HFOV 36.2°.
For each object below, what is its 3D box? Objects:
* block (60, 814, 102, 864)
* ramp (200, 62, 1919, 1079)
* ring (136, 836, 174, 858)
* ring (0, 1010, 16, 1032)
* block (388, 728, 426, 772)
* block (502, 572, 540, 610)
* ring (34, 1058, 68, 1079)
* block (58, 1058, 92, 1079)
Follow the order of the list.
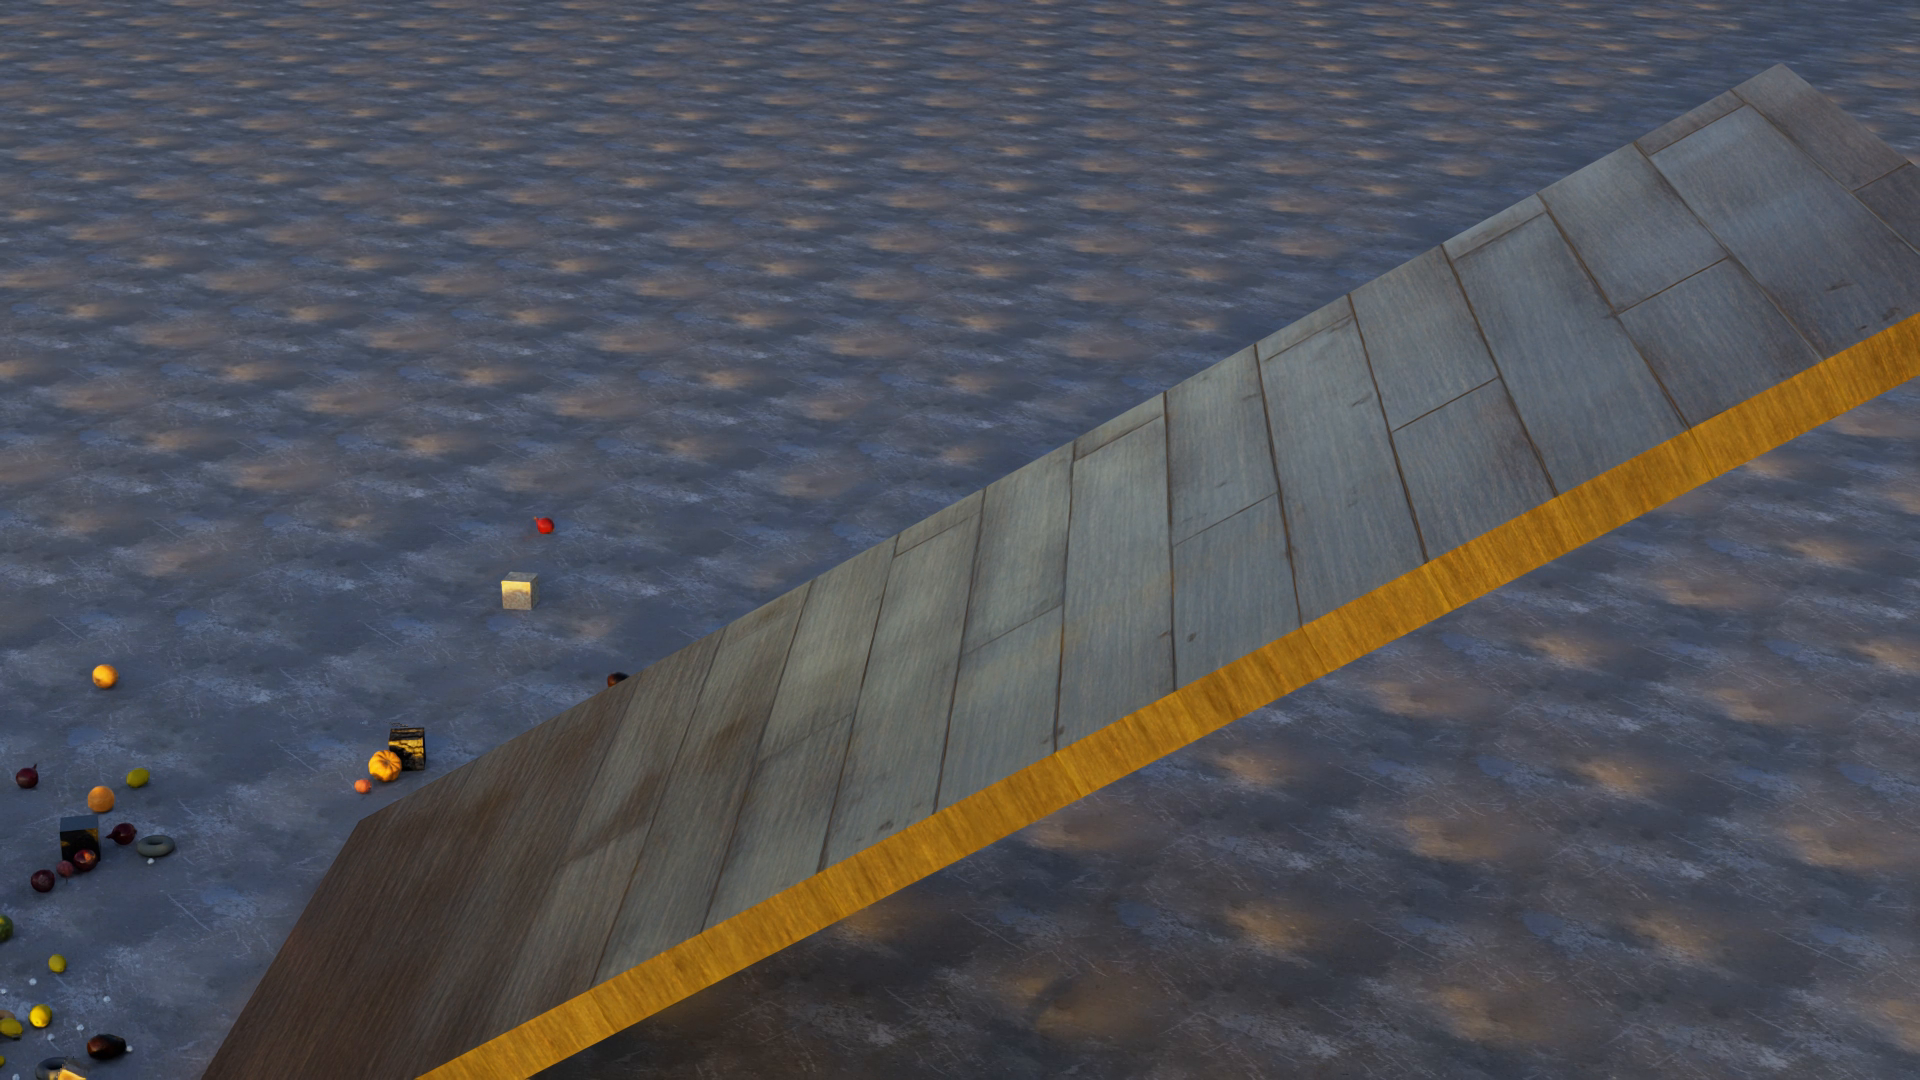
[{"bbox_3d":[-2.277,0.775,7.613,0.093,0.093,0.093,-5,19,-14],"label":"block"},{"bbox_3d":[0.142,0.168,6.284,4.000,0.100,2.000,-28,15,12],"label":"ramp"},{"bbox_3d":[-2.091,0.796,7.648,0.097,0.032,0.097,1,19,0],"label":"ring"},{"bbox_3d":[-2.205,1.102,6.736,0.081,0.027,0.081,1,18,0],"label":"ring"},{"bbox_3d":[-1.538,0.584,8.190,0.092,0.092,0.092,-2,19,-7],"label":"block"},{"bbox_3d":[-1.412,0.163,9.453,0.093,0.093,0.093,3,19,9],"label":"block"},{"bbox_3d":[-2.003,1.174,6.515,0.089,0.030,0.089,1,18,0],"label":"ring"},{"bbox_3d":[-1.939,1.175,6.428,0.053,0.053,0.053,26,16,-10],"label":"block"}]
